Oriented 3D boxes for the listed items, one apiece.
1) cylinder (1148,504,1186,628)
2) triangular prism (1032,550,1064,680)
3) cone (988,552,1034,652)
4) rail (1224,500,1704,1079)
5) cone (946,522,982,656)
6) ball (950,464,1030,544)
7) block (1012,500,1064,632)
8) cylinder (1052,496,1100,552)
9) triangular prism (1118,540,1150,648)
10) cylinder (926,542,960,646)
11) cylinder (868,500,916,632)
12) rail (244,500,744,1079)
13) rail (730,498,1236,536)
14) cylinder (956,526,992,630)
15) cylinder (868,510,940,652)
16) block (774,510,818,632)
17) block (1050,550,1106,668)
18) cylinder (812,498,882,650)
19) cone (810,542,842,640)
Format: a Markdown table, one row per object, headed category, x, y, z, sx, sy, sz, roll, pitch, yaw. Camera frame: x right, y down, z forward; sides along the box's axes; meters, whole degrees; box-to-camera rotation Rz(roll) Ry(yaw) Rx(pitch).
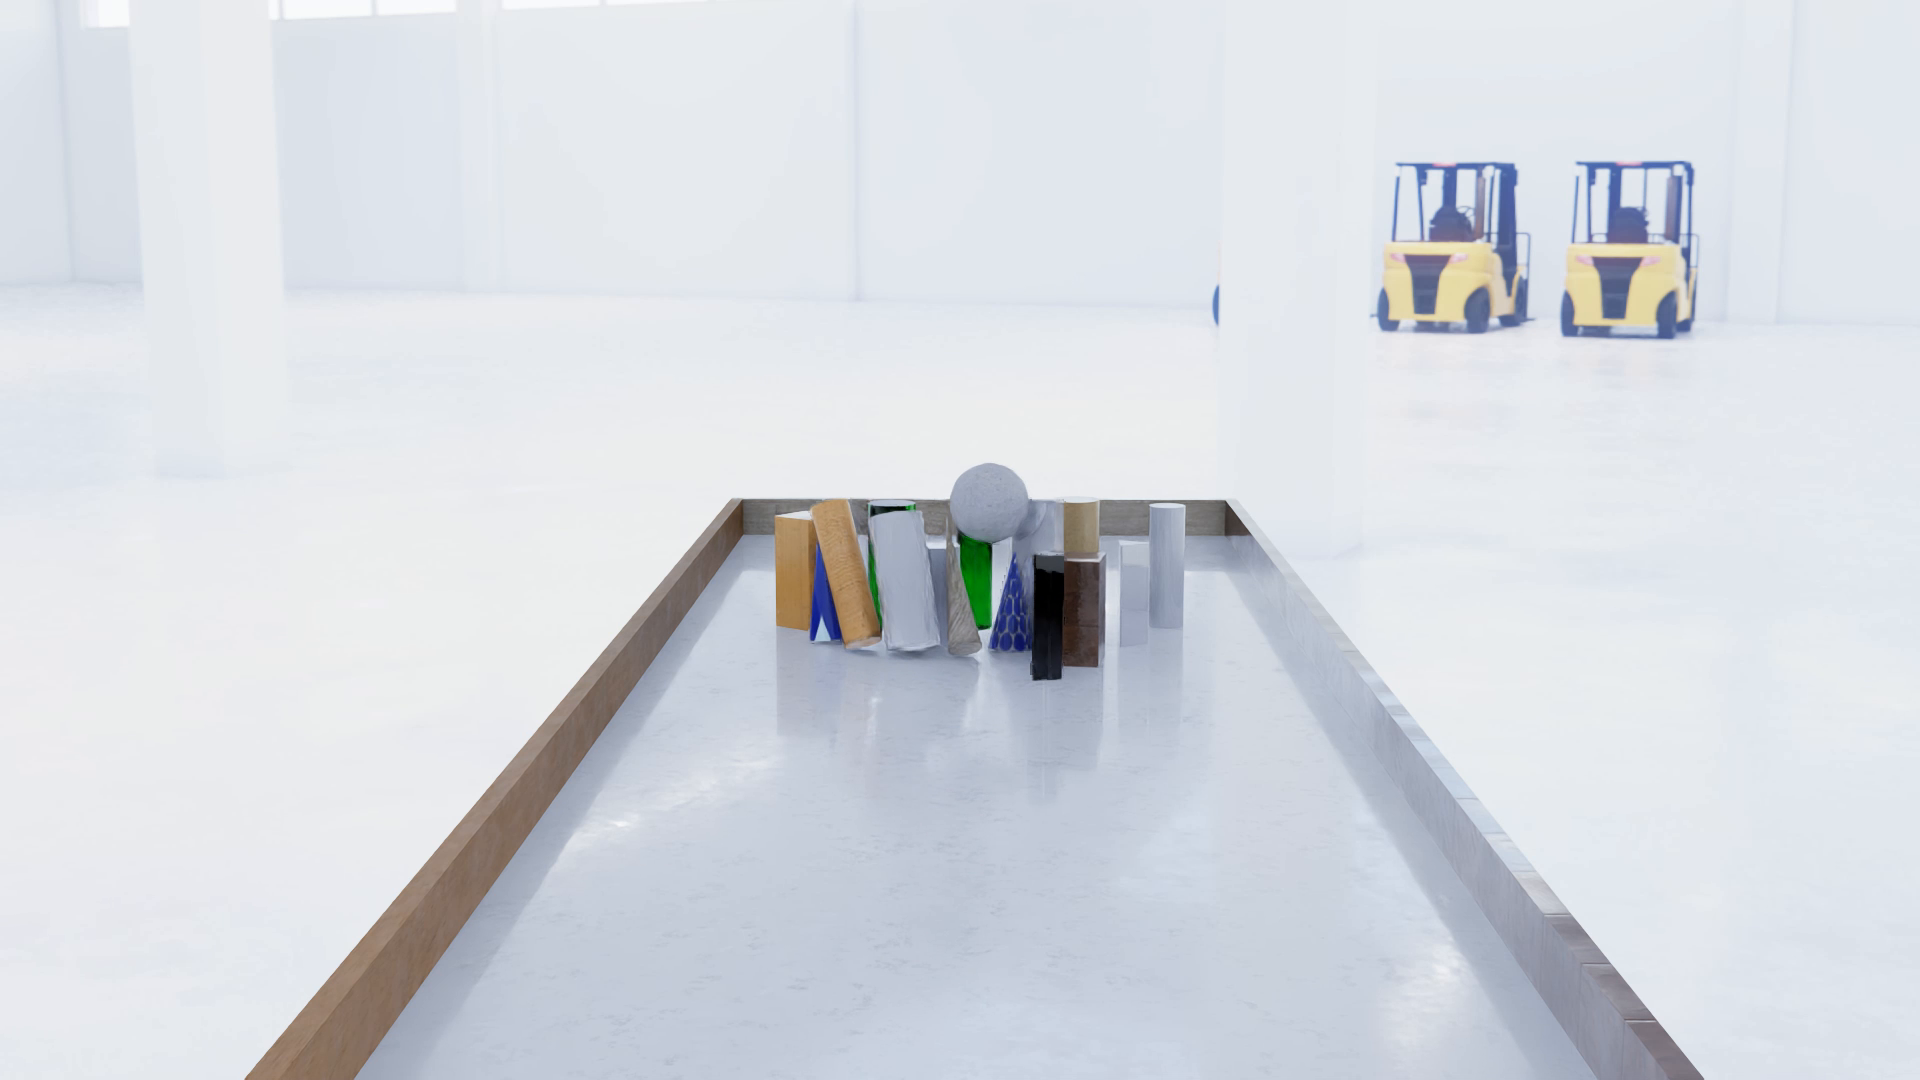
| category | x | y | z | sx | sy | sz | roll | pitch | yaw |
| --- | --- | --- | --- | --- | --- | --- | --- | --- | --- |
| cylinder | 0.677 | 0.084 | 7.207 | 0.117 | 0.398 | 0.117 | 0 | 9 | 0 |
| triangular prism | 0.251 | 0.220 | 6.431 | 0.088 | 0.370 | 0.076 | -1 | 10 | -10 |
| cone | 0.166 | 0.182 | 6.845 | 0.152 | 0.310 | 0.152 | 1 | 6 | 0 |
| rail | 1.046 | 0.843 | 3.208 | 0.050 | 0.150 | 12.000 | 0 | 9 | 1 |
| cone | -0.015 | 0.129 | 6.804 | 0.108 | 0.450 | 0.108 | -7 | -23 | -3 |
| ball | 0.091 | -0.115 | 6.837 | 0.248 | 0.248 | 0.248 | 0 | 9 | 0 |
| block | 0.244 | 0.093 | 6.986 | 0.136 | 0.433 | 0.136 | 2 | 1 | 15 |
| cylinder | 0.377 | 0.075 | 7.189 | 0.156 | 0.421 | 0.156 | 0 | 9 | 0 |
| triangular prism | 0.525 | 0.166 | 6.931 | 0.105 | 0.322 | 0.091 | -5 | 10 | -30 |
| cylinder | -0.062 | 0.170 | 6.941 | 0.132 | 0.308 | 0.132 | -1 | 8 | 0 |
| cylinder | -0.222 | 0.082 | 7.182 | 0.155 | 0.410 | 0.155 | 0 | 9 | 0 |
| rail | -1.004 | 0.839 | 3.234 | 0.050 | 0.150 | 12.000 | 0 | 9 | 1 |
| rail | 0.099 | -0.098 | 9.147 | 2.100 | 0.150 | 0.050 | 0 | 9 | 1 |
| cylinder | 0.048 | 0.113 | 7.183 | 0.117 | 0.348 | 0.117 | 0 | 9 | 0 |
| cylinder | -0.173 | 0.127 | 6.791 | 0.169 | 0.410 | 0.169 | -8 | -9 | -1 |
| block | -0.500 | 0.100 | 7.214 | 0.149 | 0.365 | 0.149 | 7 | 11 | 38 |
| block | 0.345 | 0.208 | 6.671 | 0.174 | 0.321 | 0.174 | 2 | 9 | 10 |
| cylinder | -0.354 | 0.106 | 6.866 | 0.121 | 0.456 | 0.121 | -14 | -13 | -3 |
| cone | -0.427 | 0.112 | 6.973 | 0.139 | 0.400 | 0.139 | -5 | 3 | 0 |
